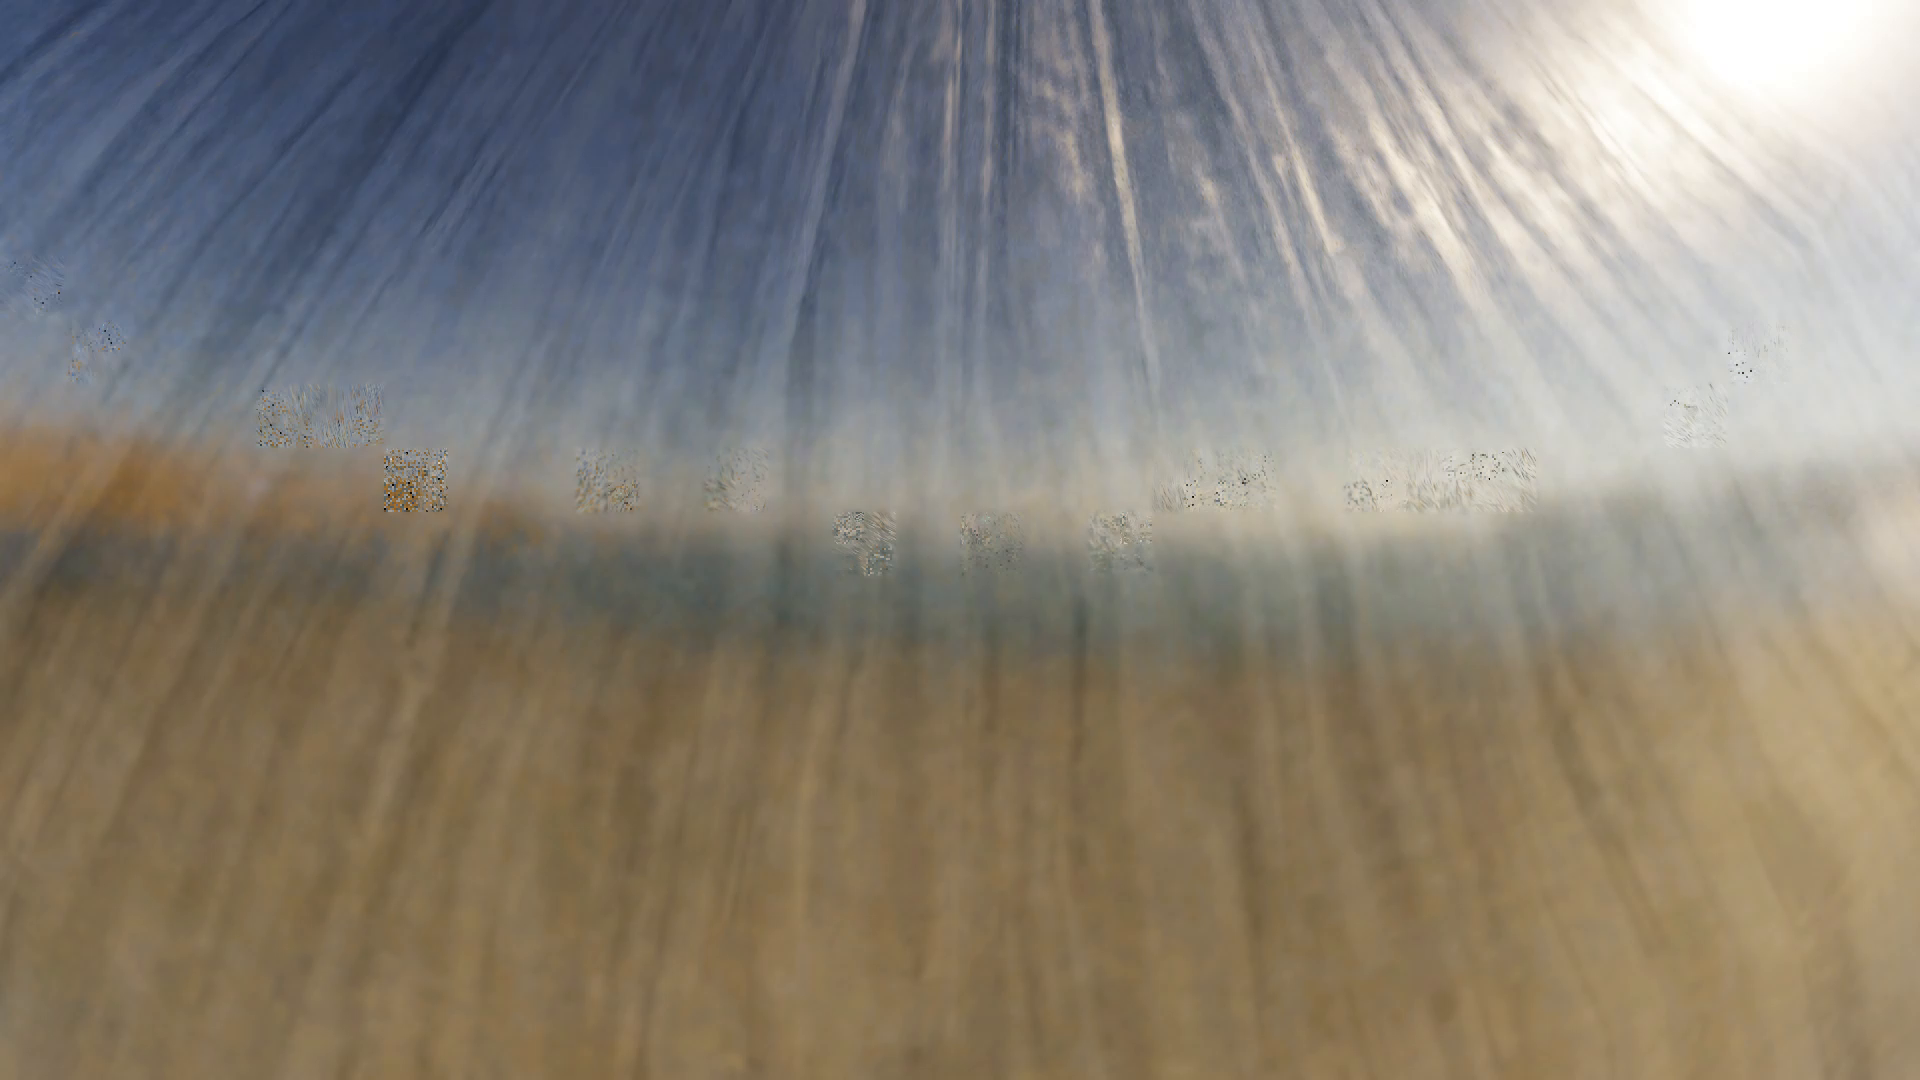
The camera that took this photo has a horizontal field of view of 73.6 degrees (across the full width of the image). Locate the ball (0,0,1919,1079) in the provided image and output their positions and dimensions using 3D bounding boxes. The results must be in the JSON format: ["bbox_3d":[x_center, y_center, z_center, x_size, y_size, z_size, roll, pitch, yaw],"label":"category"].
[{"bbox_3d":[0.000,-0.002,0.056,0.080,0.080,0.080,0,4,0],"label":"ball"}]
